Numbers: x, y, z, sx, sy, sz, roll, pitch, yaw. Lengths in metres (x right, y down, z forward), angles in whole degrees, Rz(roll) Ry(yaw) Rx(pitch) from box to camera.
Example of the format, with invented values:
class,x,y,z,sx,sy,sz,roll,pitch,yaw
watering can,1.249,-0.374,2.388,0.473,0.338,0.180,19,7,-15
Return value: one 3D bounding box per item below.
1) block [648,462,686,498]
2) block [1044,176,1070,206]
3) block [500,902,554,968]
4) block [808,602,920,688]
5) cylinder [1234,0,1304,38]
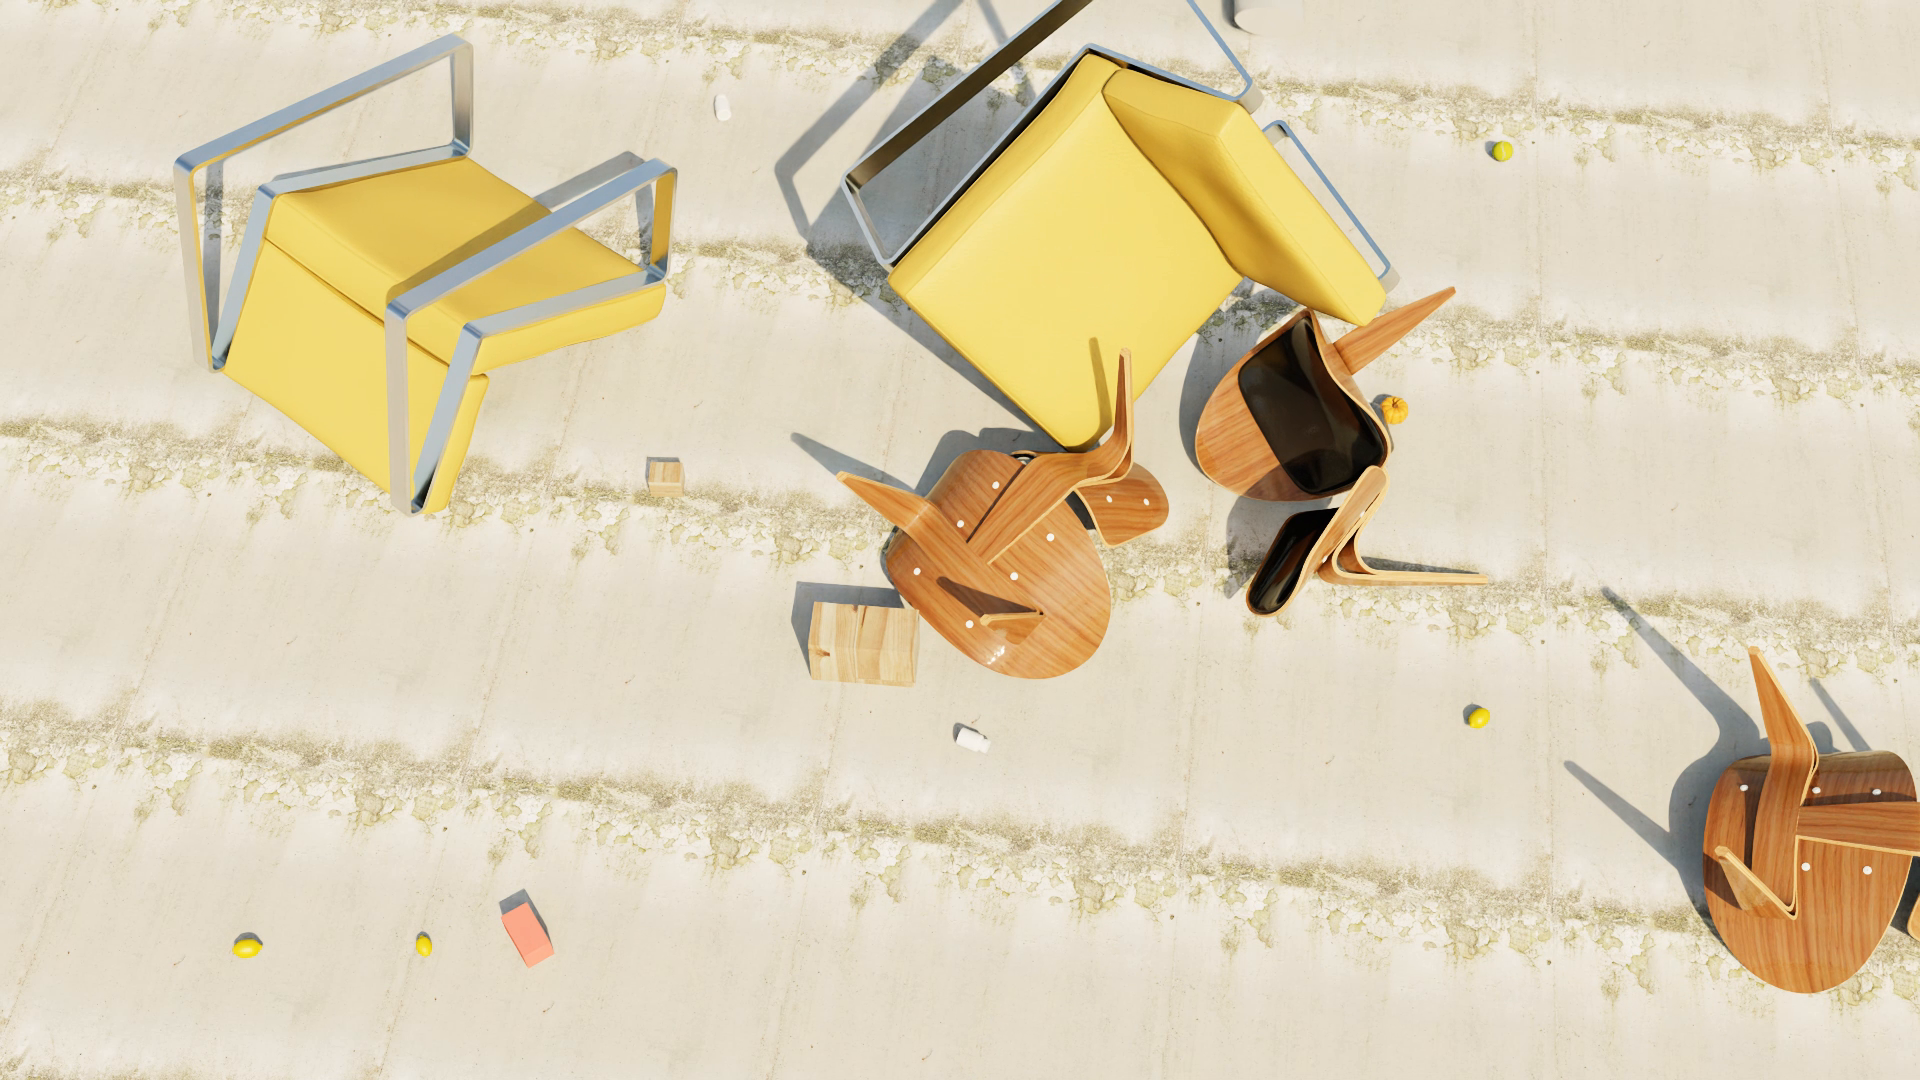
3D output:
class,x,y,z,sx,sy,sz,roll,pitch,yaw
block,-0.886,-0.182,6.650,0.097,0.076,0.074,1,56,1
block,0.323,-1.160,7.313,0.068,0.066,0.058,-11,57,-7
block,-1.145,1.047,5.823,0.077,0.079,0.134,-28,61,-18
block,-0.270,0.299,6.256,0.298,0.195,0.141,4,56,3
cylinder,1.092,-1.930,7.788,0.250,0.131,0.279,7,56,-6
